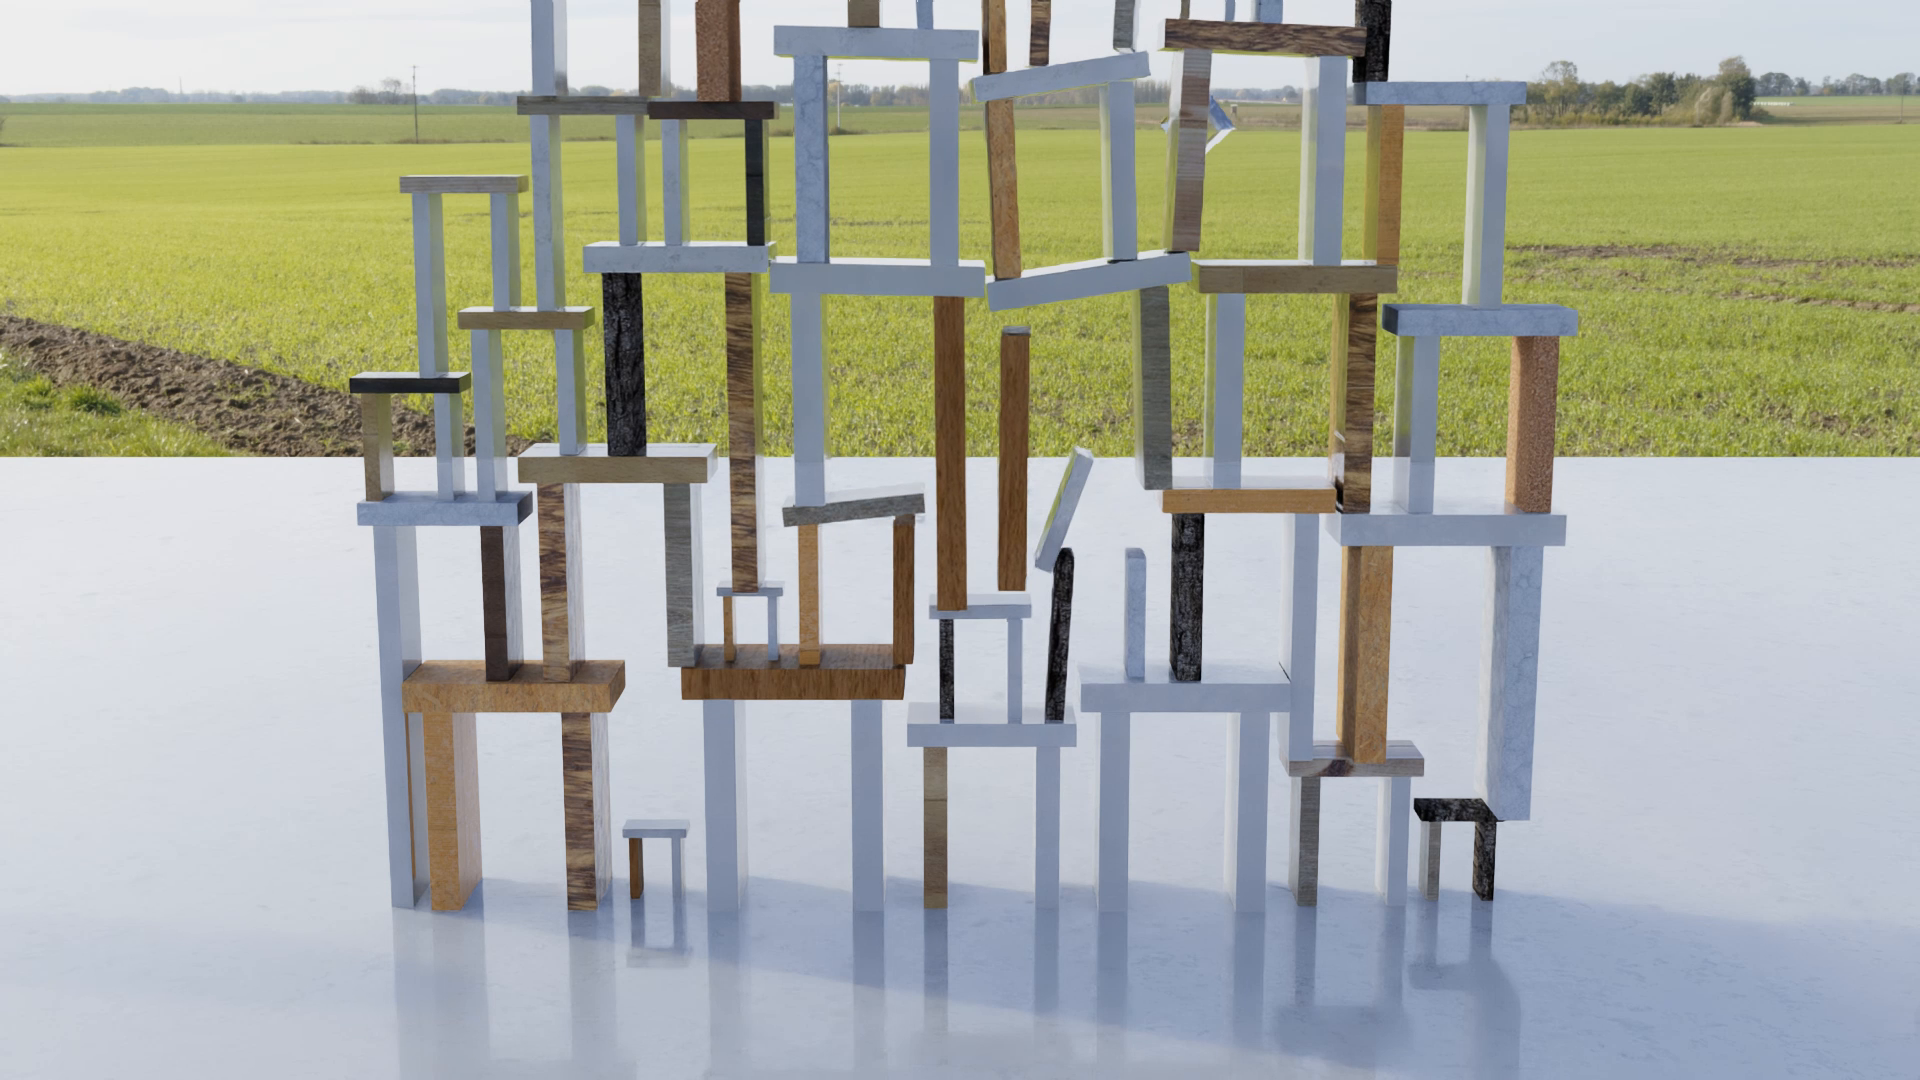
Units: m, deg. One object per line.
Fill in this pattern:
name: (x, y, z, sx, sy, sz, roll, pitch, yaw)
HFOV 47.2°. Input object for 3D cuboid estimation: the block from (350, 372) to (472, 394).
block: (-0.876, -0.251, 3.511, 0.173, 0.024, 0.086, 0, 11, 0)

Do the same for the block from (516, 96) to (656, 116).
block: (-0.582, -0.678, 3.435, 0.200, 0.028, 0.100, 0, 11, 0)

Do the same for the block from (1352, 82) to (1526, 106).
block: (0.747, -0.697, 3.433, 0.245, 0.035, 0.122, 0, 10, 0)

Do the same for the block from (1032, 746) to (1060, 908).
block: (0.142, 0.456, 3.641, 0.039, 0.274, 0.137, 0, 11, 0)

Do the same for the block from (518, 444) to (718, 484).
block: (-0.547, -0.124, 3.538, 0.299, 0.042, 0.149, 0, 11, 0)

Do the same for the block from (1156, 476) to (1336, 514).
block: (0.458, -0.074, 3.539, 0.274, 0.039, 0.137, 0, 11, 0)

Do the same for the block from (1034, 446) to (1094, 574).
block: (0.167, -0.051, 3.548, 0.028, 0.195, 0.098, 19, 10, -4)

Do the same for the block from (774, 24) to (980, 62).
block: (-0.128, -0.770, 3.416, 0.311, 0.044, 0.156, 1, 11, -1)

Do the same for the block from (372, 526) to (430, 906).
block: (-0.914, 0.278, 3.611, 0.036, 0.635, 0.127, 0, 11, 0)

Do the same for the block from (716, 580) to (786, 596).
block: (-0.339, 0.079, 3.571, 0.107, 0.015, 0.054, 0, 11, 0)

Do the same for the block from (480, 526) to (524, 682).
block: (-0.744, 0.091, 3.576, 0.036, 0.255, 0.127, 0, 11, 0)

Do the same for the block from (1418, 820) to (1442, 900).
block: (0.781, 0.523, 3.655, 0.019, 0.136, 0.068, 0, 11, 0)

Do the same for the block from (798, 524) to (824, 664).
block: (-0.243, 0.079, 3.577, 0.032, 0.227, 0.113, 0, 11, 0)

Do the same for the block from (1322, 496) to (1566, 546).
block: (0.779, -0.031, 3.556, 0.356, 0.050, 0.178, 0, 10, 0)

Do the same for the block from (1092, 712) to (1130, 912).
block: (0.249, 0.426, 3.634, 0.048, 0.336, 0.168, 0, 11, 0)

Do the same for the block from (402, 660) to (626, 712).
block: (-0.728, 0.239, 3.607, 0.333, 0.047, 0.167, 0, 11, 0)

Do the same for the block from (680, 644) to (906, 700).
block: (-0.268, 0.215, 3.604, 0.356, 0.050, 0.178, 0, 11, 0)

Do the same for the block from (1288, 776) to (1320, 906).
block: (0.570, 0.483, 3.645, 0.031, 0.220, 0.110, 0, 11, 0)

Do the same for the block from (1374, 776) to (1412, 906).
block: (0.717, 0.483, 3.645, 0.031, 0.220, 0.110, 0, 11, 0)

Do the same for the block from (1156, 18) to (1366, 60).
block: (0.465, -0.778, 3.419, 0.306, 0.043, 0.153, 3, 10, 0)

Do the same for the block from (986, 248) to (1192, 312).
block: (0.199, -0.413, 3.474, 0.317, 0.045, 0.158, -9, 10, 1)

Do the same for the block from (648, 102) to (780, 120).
block: (-0.382, -0.671, 3.435, 0.193, 0.027, 0.096, 0, 11, 1)

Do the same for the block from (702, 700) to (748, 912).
block: (-0.387, 0.414, 3.641, 0.050, 0.356, 0.178, 0, 11, 0)

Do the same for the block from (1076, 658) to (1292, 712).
block: (0.361, 0.237, 3.599, 0.336, 0.048, 0.168, 0, 11, 0)

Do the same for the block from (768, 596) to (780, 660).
block: (-0.303, 0.139, 3.584, 0.015, 0.107, 0.054, 0, 11, 0)

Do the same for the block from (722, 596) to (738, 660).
block: (-0.375, 0.138, 3.584, 0.015, 0.107, 0.054, 0, 11, 0)

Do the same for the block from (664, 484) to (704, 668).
block: (-0.447, 0.044, 3.570, 0.042, 0.299, 0.149, 0, 10, 0)

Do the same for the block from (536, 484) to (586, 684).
block: (-0.647, 0.056, 3.572, 0.042, 0.324, 0.149, 0, 11, 0)

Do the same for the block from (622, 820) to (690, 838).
block: (-0.504, 0.479, 3.650, 0.105, 0.015, 0.053, 0, 11, 0)

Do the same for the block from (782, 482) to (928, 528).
block: (-0.168, -0.058, 3.550, 0.227, 0.032, 0.113, -6, 11, 1)

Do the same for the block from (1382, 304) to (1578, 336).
block: (0.823, -0.351, 3.497, 0.280, 0.040, 0.140, 0, 10, 0)

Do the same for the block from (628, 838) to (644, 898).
block: (-0.539, 0.538, 3.661, 0.015, 0.105, 0.053, 0, 11, 0)

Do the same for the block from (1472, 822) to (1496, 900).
block: (0.872, 0.523, 3.655, 0.019, 0.136, 0.068, 0, 11, 0)

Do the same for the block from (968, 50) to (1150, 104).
block: (0.153, -0.720, 3.425, 0.270, 0.038, 0.135, -9, 10, -1)

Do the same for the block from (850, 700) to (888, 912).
block: (-0.150, 0.414, 3.641, 0.050, 0.356, 0.178, 0, 11, 0)

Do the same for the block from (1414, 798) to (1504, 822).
block: (0.826, 0.447, 3.642, 0.136, 0.019, 0.068, 0, 11, 1)

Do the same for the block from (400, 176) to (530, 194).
block: (-0.777, -0.559, 3.451, 0.183, 0.026, 0.091, 0, 11, 0)

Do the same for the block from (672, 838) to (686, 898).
block: (-0.469, 0.538, 3.661, 0.015, 0.105, 0.053, 0, 11, 0)

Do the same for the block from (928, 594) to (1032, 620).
block: (0.033, 0.108, 3.580, 0.166, 0.023, 0.083, -1, 11, 0)

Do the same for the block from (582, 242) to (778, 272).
block: (-0.440, -0.448, 3.477, 0.288, 0.041, 0.144, 0, 11, 1)

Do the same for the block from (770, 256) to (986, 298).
block: (-0.128, -0.417, 3.479, 0.333, 0.047, 0.166, 1, 11, -1)

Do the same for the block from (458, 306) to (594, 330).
block: (-0.687, -0.353, 3.491, 0.198, 0.028, 0.099, 0, 11, 0)

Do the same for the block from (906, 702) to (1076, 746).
block: (0.051, 0.302, 3.612, 0.274, 0.039, 0.137, 0, 11, 0)

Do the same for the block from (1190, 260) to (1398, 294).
block: (0.525, -0.418, 3.487, 0.307, 0.043, 0.153, 0, 10, 0)

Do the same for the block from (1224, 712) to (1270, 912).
block: (0.473, 0.426, 3.634, 0.048, 0.336, 0.168, 0, 11, 0)

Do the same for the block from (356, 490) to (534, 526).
block: (-0.829, -0.052, 3.549, 0.255, 0.036, 0.127, 0, 11, 0)

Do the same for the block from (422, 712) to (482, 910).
block: (-0.839, 0.426, 3.642, 0.047, 0.333, 0.167, 0, 11, 0)

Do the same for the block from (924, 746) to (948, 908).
block: (-0.040, 0.456, 3.641, 0.039, 0.274, 0.137, 0, 11, 0)

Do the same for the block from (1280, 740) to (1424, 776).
block: (0.644, 0.359, 3.622, 0.220, 0.031, 0.110, 0, 11, 0)

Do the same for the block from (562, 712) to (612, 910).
block: (-0.617, 0.426, 3.642, 0.047, 0.333, 0.167, 0, 11, 0)
